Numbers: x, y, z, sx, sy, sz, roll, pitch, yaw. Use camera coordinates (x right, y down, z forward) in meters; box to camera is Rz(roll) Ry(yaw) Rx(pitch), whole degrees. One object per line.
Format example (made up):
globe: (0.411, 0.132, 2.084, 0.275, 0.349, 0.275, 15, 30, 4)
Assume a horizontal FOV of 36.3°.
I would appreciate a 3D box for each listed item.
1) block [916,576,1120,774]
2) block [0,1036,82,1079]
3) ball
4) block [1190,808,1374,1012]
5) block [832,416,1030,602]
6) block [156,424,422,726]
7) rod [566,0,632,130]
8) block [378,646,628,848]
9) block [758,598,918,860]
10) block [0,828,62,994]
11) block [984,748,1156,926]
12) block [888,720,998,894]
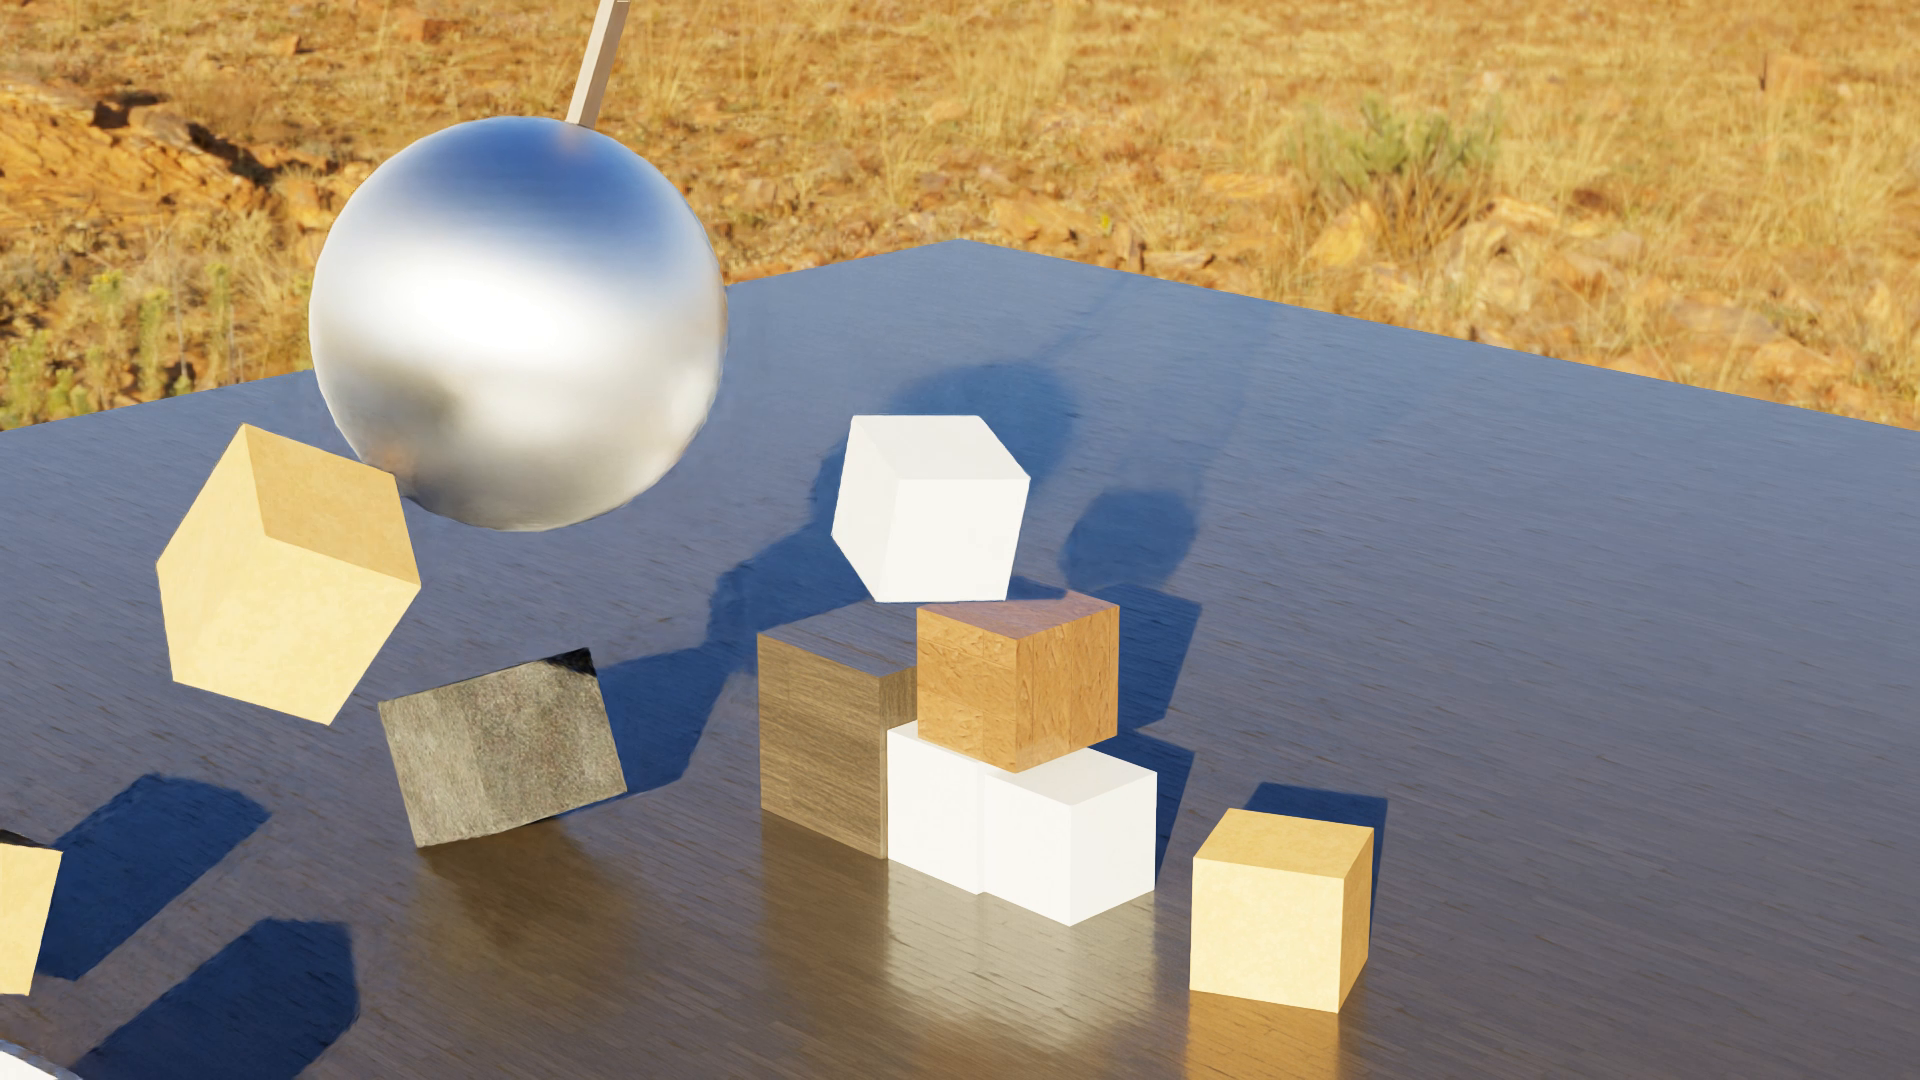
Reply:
block: (0.262, 0.597, 13.280, 0.667, 0.627, 0.620, -17, 24, -42)
block: (-3.363, 2.039, 10.006, 0.585, 0.629, 0.624, 34, -15, -25)
ball: (-1.693, -0.829, 11.307, 1.600, 1.600, 1.600, 0, 17, 0)
block: (1.363, 1.556, 12.391, 0.634, 0.601, 0.565, 6, 19, 19)
block: (-0.124, -0.130, 11.686, 0.550, 0.540, 0.560, -1, 28, -23)
block: (-2.300, 0.119, 10.012, 0.578, 0.657, 0.624, 21, 28, -34)
rod: (-0.734, -4.090, 11.287, 0.080, 5.200, 0.080, 17, 0, 42)
block: (-2.139, 0.970, 13.707, 0.734, 0.701, 0.736, -15, 0, -40)
block: (-0.389, 0.883, 14.037, 0.768, 0.899, 0.862, -16, 24, -41)
block: (-4.163, 1.480, 12.054, 0.667, 0.598, 0.535, 9, -5, 44)
block: (0.497, 1.316, 13.207, 0.561, 0.570, 0.527, -17, 24, -42)
block: (0.110, 1.167, 13.573, 0.672, 0.635, 0.578, -17, 24, -42)
